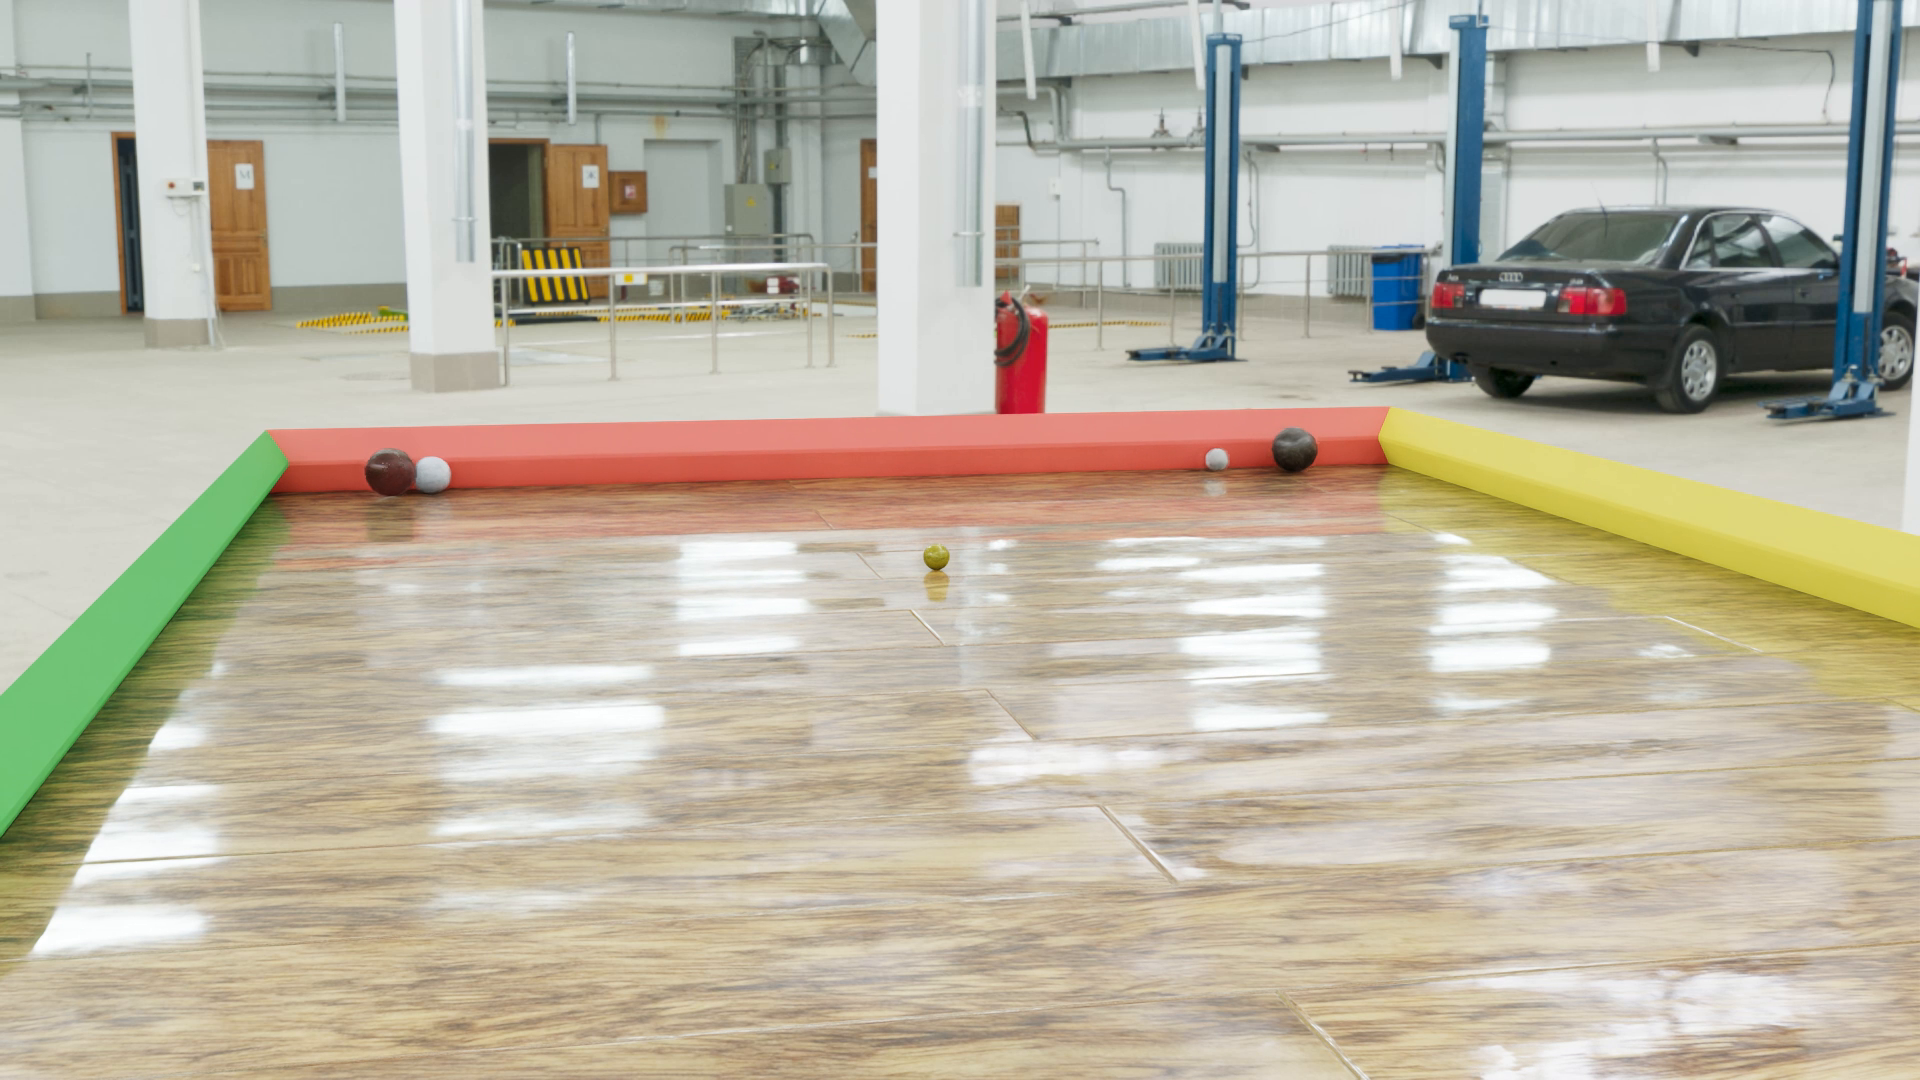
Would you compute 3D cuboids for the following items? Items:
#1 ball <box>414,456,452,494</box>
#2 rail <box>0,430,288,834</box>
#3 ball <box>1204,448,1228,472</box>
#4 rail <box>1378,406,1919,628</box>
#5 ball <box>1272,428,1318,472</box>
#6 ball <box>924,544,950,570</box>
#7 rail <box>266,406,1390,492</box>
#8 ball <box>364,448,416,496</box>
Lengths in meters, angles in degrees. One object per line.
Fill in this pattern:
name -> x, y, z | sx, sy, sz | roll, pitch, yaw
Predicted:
ball -> -1.012, -0.125, 4.218 | 0.071, 0.071, 0.071 | 0, 9, 0
rail -> -0.892, 0.170, 2.210 | 0.045, 0.120, 4.173 | -2, 9, -11
ball -> 0.531, -0.166, 4.556 | 0.047, 0.047, 0.047 | 0, 9, 0
rail -> 1.309, 0.099, 2.654 | 0.045, 0.120, 4.173 | -2, 9, -11
ball -> 0.692, -0.187, 4.543 | 0.092, 0.092, 0.092 | 0, 9, 0
ball -> -0.036, 0.026, 3.371 | 0.041, 0.041, 0.041 | 0, 9, 0
rail -> -0.204, -0.184, 4.428 | 2.295, 0.120, 0.045 | -2, 9, -11
ball -> -1.082, -0.129, 4.175 | 0.093, 0.093, 0.093 | 0, 9, 0
